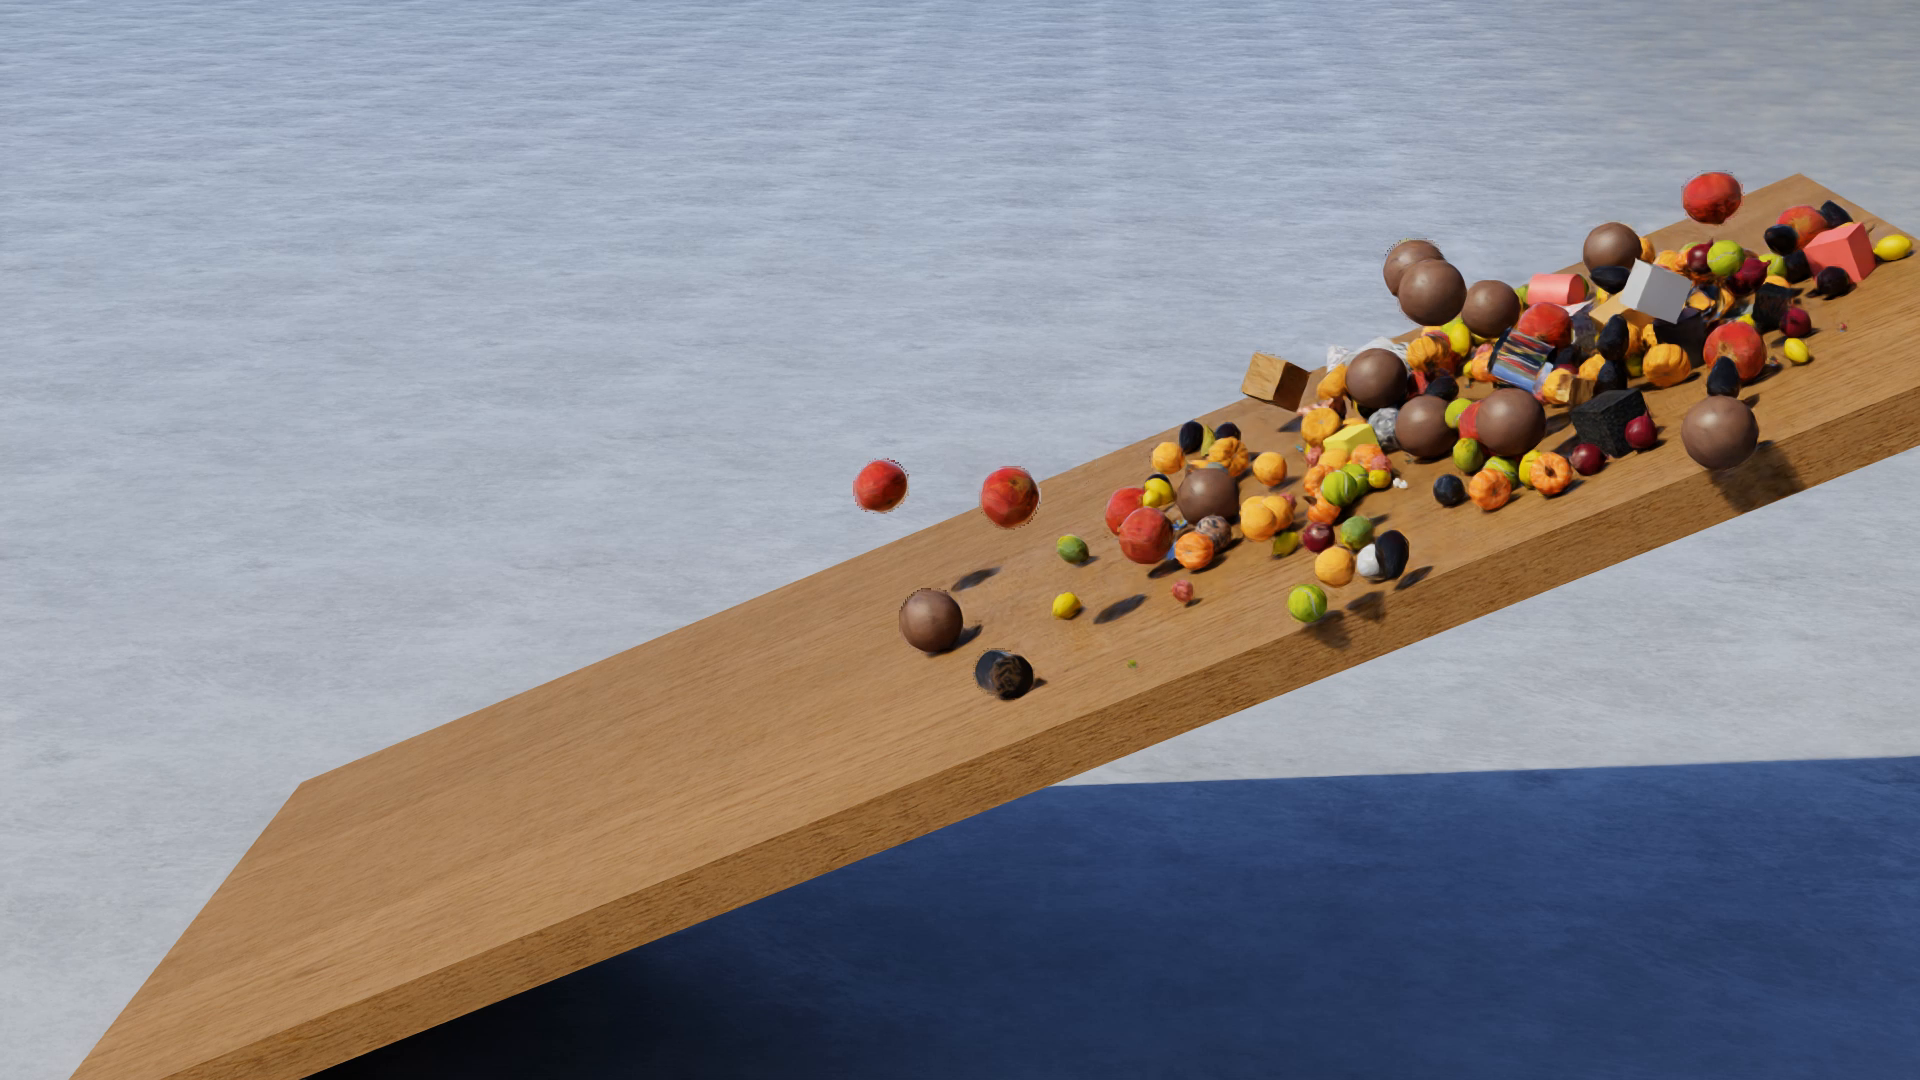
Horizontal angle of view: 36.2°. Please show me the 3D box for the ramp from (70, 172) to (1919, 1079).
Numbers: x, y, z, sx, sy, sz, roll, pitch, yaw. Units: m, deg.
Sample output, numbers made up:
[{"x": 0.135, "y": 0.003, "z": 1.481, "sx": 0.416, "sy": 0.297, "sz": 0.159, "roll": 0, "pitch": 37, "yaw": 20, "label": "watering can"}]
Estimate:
[{"x": 0.129, "y": 0.171, "z": 6.286, "sx": 4.000, "sy": 0.100, "sz": 2.000, "roll": -22, "pitch": 13, "yaw": 8, "label": "ramp"}]

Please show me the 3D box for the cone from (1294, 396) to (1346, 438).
[{"x": 0.760, "y": -0.268, "z": 6.302, "sx": 0.099, "sy": 0.099, "sz": 0.099, "roll": 15, "pitch": 20, "yaw": 32, "label": "cone"}]

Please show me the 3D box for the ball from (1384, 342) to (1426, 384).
[{"x": 0.965, "y": -0.384, "z": 6.382, "sx": 0.088, "sy": 0.088, "sz": 0.088, "roll": 0, "pitch": 15, "yaw": 0, "label": "ball"}]

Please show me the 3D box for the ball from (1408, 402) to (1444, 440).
[{"x": 0.963, "y": -0.246, "z": 6.082, "sx": 0.075, "sy": 0.075, "sz": 0.075, "roll": 0, "pitch": 15, "yaw": 0, "label": "ball"}]

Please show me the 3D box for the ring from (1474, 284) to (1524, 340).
[{"x": 1.194, "y": -0.504, "z": 6.511, "sx": 0.042, "sy": 0.127, "sz": 0.127, "roll": -12, "pitch": 19, "yaw": -41, "label": "ring"}]

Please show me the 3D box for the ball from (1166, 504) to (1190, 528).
[{"x": 0.462, "y": -0.050, "z": 6.245, "sx": 0.051, "sy": 0.051, "sz": 0.051, "roll": 0, "pitch": 15, "yaw": 0, "label": "ball"}]

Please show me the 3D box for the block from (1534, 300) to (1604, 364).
[{"x": 1.294, "y": -0.440, "z": 6.237, "sx": 0.093, "sy": 0.093, "sz": 0.093, "roll": -10, "pitch": 19, "yaw": 48, "label": "block"}]

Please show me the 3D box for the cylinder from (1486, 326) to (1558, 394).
[{"x": 1.047, "y": -0.334, "z": 5.483, "sx": 0.096, "sy": 0.096, "sz": 0.096, "roll": 27, "pitch": 24, "yaw": 20, "label": "cylinder"}]

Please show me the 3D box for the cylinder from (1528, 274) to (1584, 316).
[{"x": 1.292, "y": -0.531, "z": 6.374, "sx": 0.093, "sy": 0.093, "sz": 0.093, "roll": 6, "pitch": 15, "yaw": 35, "label": "cylinder"}]

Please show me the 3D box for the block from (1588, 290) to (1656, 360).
[{"x": 1.348, "y": -0.437, "z": 5.956, "sx": 0.092, "sy": 0.092, "sz": 0.092, "roll": -35, "pitch": 20, "yaw": 2, "label": "block"}]

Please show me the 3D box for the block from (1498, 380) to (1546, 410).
[{"x": 1.149, "y": -0.305, "z": 6.020, "sx": 0.060, "sy": 0.060, "sz": 0.060, "roll": -28, "pitch": 13, "yaw": -16, "label": "block"}]

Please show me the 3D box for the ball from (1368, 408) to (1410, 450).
[{"x": 0.890, "y": -0.231, "z": 6.117, "sx": 0.090, "sy": 0.090, "sz": 0.090, "roll": 0, "pitch": 15, "yaw": 0, "label": "ball"}]

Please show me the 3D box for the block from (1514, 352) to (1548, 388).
[{"x": 1.185, "y": -0.354, "z": 6.108, "sx": 0.057, "sy": 0.057, "sz": 0.057, "roll": 9, "pitch": 20, "yaw": 19, "label": "block"}]

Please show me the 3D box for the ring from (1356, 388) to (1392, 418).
[{"x": 0.903, "y": -0.295, "z": 6.412, "sx": 0.079, "sy": 0.026, "sz": 0.079, "roll": 1, "pitch": 59, "yaw": -2, "label": "ring"}]

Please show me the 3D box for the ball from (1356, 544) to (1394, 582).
[{"x": 0.748, "y": 0.040, "z": 5.303, "sx": 0.067, "sy": 0.067, "sz": 0.067, "roll": 0, "pitch": 15, "yaw": 0, "label": "ball"}]

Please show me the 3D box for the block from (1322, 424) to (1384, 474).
[{"x": 0.816, "y": -0.187, "z": 6.103, "sx": 0.077, "sy": 0.077, "sz": 0.077, "roll": -30, "pitch": 14, "yaw": -25, "label": "block"}]

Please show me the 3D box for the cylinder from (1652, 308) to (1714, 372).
[{"x": 1.423, "y": -0.395, "z": 5.789, "sx": 0.096, "sy": 0.096, "sz": 0.096, "roll": -18, "pitch": 13, "yaw": 4, "label": "cylinder"}]

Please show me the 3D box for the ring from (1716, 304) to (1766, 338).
[{"x": 1.563, "y": -0.438, "z": 5.864, "sx": 0.115, "sy": 0.038, "sz": 0.115, "roll": -21, "pitch": 12, "yaw": 5, "label": "ring"}]

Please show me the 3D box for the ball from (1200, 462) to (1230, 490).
[{"x": 0.548, "y": -0.137, "z": 6.320, "sx": 0.061, "sy": 0.061, "sz": 0.061, "roll": 0, "pitch": 15, "yaw": 0, "label": "ball"}]

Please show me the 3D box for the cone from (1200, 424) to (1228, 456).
[{"x": 0.575, "y": -0.238, "z": 6.768, "sx": 0.066, "sy": 0.066, "sz": 0.066, "roll": -18, "pitch": 11, "yaw": 4, "label": "cone"}]

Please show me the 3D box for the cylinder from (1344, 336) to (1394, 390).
[{"x": 0.944, "y": -0.403, "z": 6.725, "sx": 0.092, "sy": 0.092, "sz": 0.092, "roll": -30, "pitch": 27, "yaw": -24, "label": "cylinder"}]

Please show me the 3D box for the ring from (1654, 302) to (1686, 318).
[{"x": 1.441, "y": -0.468, "z": 5.940, "sx": 0.101, "sy": 0.101, "sz": 0.034, "roll": 3, "pitch": -29, "yaw": 12, "label": "ring"}]

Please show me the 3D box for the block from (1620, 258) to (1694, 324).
[{"x": 1.358, "y": -0.485, "z": 5.737, "sx": 0.090, "sy": 0.090, "sz": 0.090, "roll": 17, "pitch": 12, "yaw": -12, "label": "block"}]

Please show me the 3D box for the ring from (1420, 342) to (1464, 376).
[{"x": 1.078, "y": -0.408, "z": 6.625, "sx": 0.121, "sy": 0.040, "sz": 0.121, "roll": -24, "pitch": 13, "yaw": 6, "label": "ring"}]

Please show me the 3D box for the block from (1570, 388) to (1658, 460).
[{"x": 1.210, "y": -0.215, "z": 5.448, "sx": 0.097, "sy": 0.097, "sz": 0.097, "roll": -29, "pitch": 13, "yaw": -22, "label": "block"}]

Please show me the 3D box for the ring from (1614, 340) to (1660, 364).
[{"x": 1.387, "y": -0.394, "z": 6.002, "sx": 0.112, "sy": 0.037, "sz": 0.112, "roll": -25, "pitch": 13, "yaw": 6, "label": "ring"}]

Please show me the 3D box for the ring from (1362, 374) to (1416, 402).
[{"x": 0.954, "y": -0.337, "z": 6.552, "sx": 0.129, "sy": 0.043, "sz": 0.129, "roll": -24, "pitch": 11, "yaw": 5, "label": "ring"}]

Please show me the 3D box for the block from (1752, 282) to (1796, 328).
[{"x": 1.597, "y": -0.462, "z": 5.776, "sx": 0.060, "sy": 0.060, "sz": 0.060, "roll": 19, "pitch": 33, "yaw": 24, "label": "block"}]

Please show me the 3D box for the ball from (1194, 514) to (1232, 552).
[{"x": 0.511, "y": -0.012, "z": 5.937, "sx": 0.077, "sy": 0.077, "sz": 0.077, "roll": 0, "pitch": 15, "yaw": 0, "label": "ball"}]

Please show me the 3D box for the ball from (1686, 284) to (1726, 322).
[{"x": 1.485, "y": -0.473, "z": 5.861, "sx": 0.078, "sy": 0.078, "sz": 0.078, "roll": 0, "pitch": 15, "yaw": 0, "label": "ball"}]

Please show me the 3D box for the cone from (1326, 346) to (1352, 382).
[{"x": 0.890, "y": -0.406, "z": 6.975, "sx": 0.078, "sy": 0.078, "sz": 0.078, "roll": 11, "pitch": 61, "yaw": 36, "label": "cone"}]

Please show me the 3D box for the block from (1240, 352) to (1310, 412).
[{"x": 0.711, "y": -0.356, "z": 6.633, "sx": 0.096, "sy": 0.096, "sz": 0.096, "roll": 21, "pitch": 2, "yaw": 44, "label": "block"}]

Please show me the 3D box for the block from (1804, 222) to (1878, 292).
[{"x": 1.767, "y": -0.569, "z": 5.903, "sx": 0.094, "sy": 0.094, "sz": 0.094, "roll": -12, "pitch": 17, "yaw": 42, "label": "block"}]

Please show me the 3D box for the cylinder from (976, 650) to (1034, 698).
[{"x": 0.084, "y": 0.255, "z": 5.577, "sx": 0.083, "sy": 0.083, "sz": 0.083, "roll": -7, "pitch": 8, "yaw": -24, "label": "cylinder"}]

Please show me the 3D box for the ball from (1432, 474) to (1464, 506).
[{"x": 0.924, "y": -0.094, "z": 5.558, "sx": 0.060, "sy": 0.060, "sz": 0.060, "roll": 0, "pitch": 15, "yaw": 0, "label": "ball"}]

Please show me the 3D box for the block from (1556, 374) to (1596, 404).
[{"x": 1.219, "y": -0.298, "z": 5.828, "sx": 0.051, "sy": 0.051, "sz": 0.051, "roll": 5, "pitch": 12, "yaw": -18, "label": "block"}]
